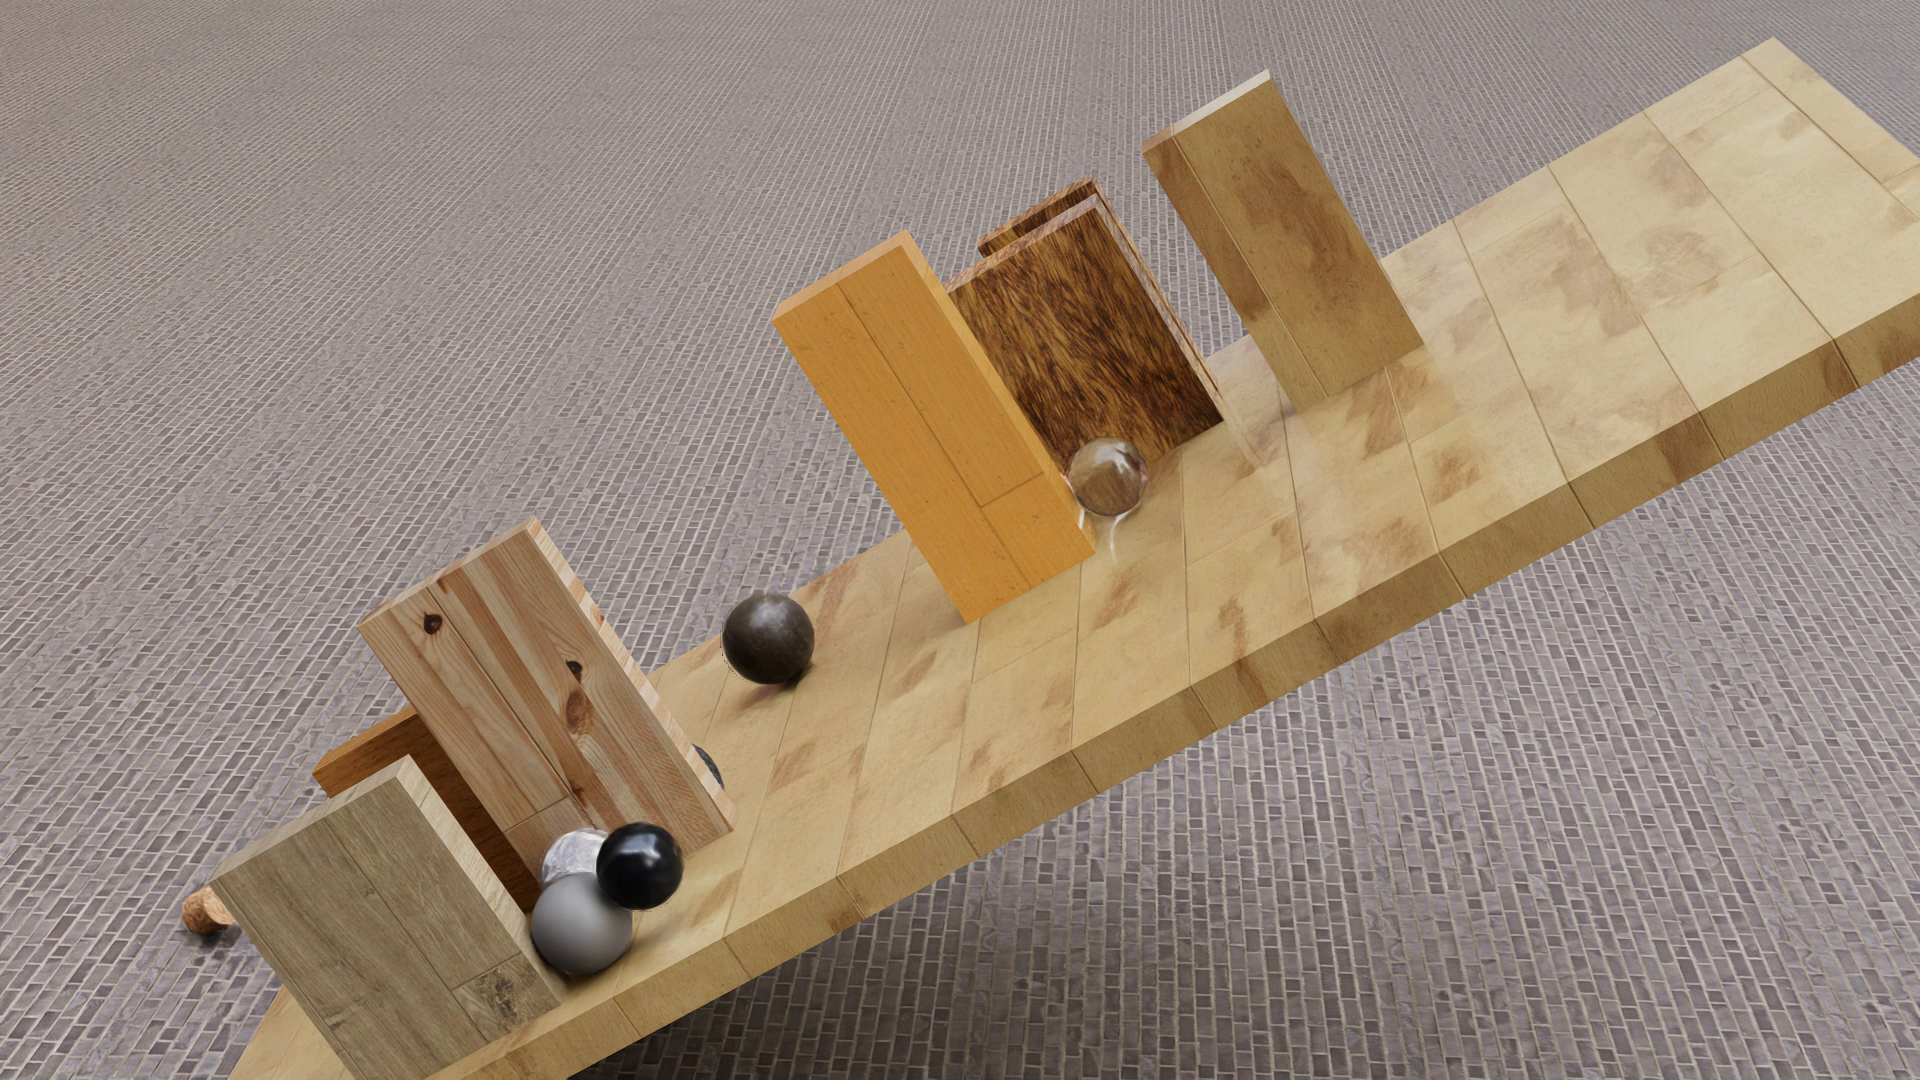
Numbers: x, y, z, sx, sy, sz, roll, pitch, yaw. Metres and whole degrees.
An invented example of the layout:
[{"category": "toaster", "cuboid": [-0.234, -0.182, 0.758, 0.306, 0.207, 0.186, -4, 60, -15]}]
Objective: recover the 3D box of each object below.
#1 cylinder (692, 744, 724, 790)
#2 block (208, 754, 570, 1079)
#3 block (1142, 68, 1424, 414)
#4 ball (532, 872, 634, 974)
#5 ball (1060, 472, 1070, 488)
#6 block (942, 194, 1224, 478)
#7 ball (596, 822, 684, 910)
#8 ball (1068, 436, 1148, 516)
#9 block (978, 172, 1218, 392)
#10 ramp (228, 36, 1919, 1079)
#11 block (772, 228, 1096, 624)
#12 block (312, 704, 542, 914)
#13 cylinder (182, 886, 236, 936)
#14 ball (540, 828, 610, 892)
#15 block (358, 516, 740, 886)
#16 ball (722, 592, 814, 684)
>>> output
[{"category": "cylinder", "cuboid": [-0.603, 0.530, 6.155, 0.159, 0.159, 0.159, -26, 9, 24]}, {"category": "block", "cuboid": [-1.095, 0.756, 5.669, 0.443, 0.554, 0.104, -29, 15, 13]}, {"category": "block", "cuboid": [0.685, -0.629, 6.233, 0.306, 0.658, 0.117, -29, 15, 13]}, {"category": "ball", "cuboid": [-0.729, 0.738, 5.676, 0.194, 0.194, 0.194, 0, 19, 0]}, {"category": "ball", "cuboid": [0.191, -0.096, 6.580, 0.130, 0.130, 0.130, 0, 19, 0]}, {"category": "block", "cuboid": [0.267, -0.419, 6.607, 0.422, 0.564, 0.142, -29, 15, 13]}, {"category": "ball", "cuboid": [-0.610, 0.622, 5.605, 0.168, 0.168, 0.168, 0, 19, 0]}, {"category": "ball", "cuboid": [0.321, -0.138, 6.364, 0.172, 0.172, 0.172, 0, 19, 0]}, {"category": "block", "cuboid": [0.321, -0.522, 6.803, 0.303, 0.575, 0.095, -29, 15, 13]}, {"category": "ramp", "cuboid": [0.141, 0.169, 6.289, 4.000, 0.100, 2.000, -29, 15, 13]}, {"category": "block", "cuboid": [-0.048, -0.237, 6.243, 0.319, 0.781, 0.145, -29, 15, 13]}, {"category": "block", "cuboid": [-1.080, 0.594, 6.262, 0.357, 0.500, 0.096, -29, 15, 13]}, {"category": "cylinder", "cuboid": [-1.844, 0.908, 7.251, 0.108, 0.108, 0.108, -26, -1, 41]}, {"category": "ball", "cuboid": [-0.749, 0.677, 5.926, 0.191, 0.191, 0.191, 0, 19, 0]}, {"category": "block", "cuboid": [-0.831, 0.369, 5.968, 0.415, 0.754, 0.084, -29, 15, 13]}, {"category": "ball", "cuboid": [-0.435, 0.225, 6.690, 0.209, 0.209, 0.209, 0, 19, 0]}]
